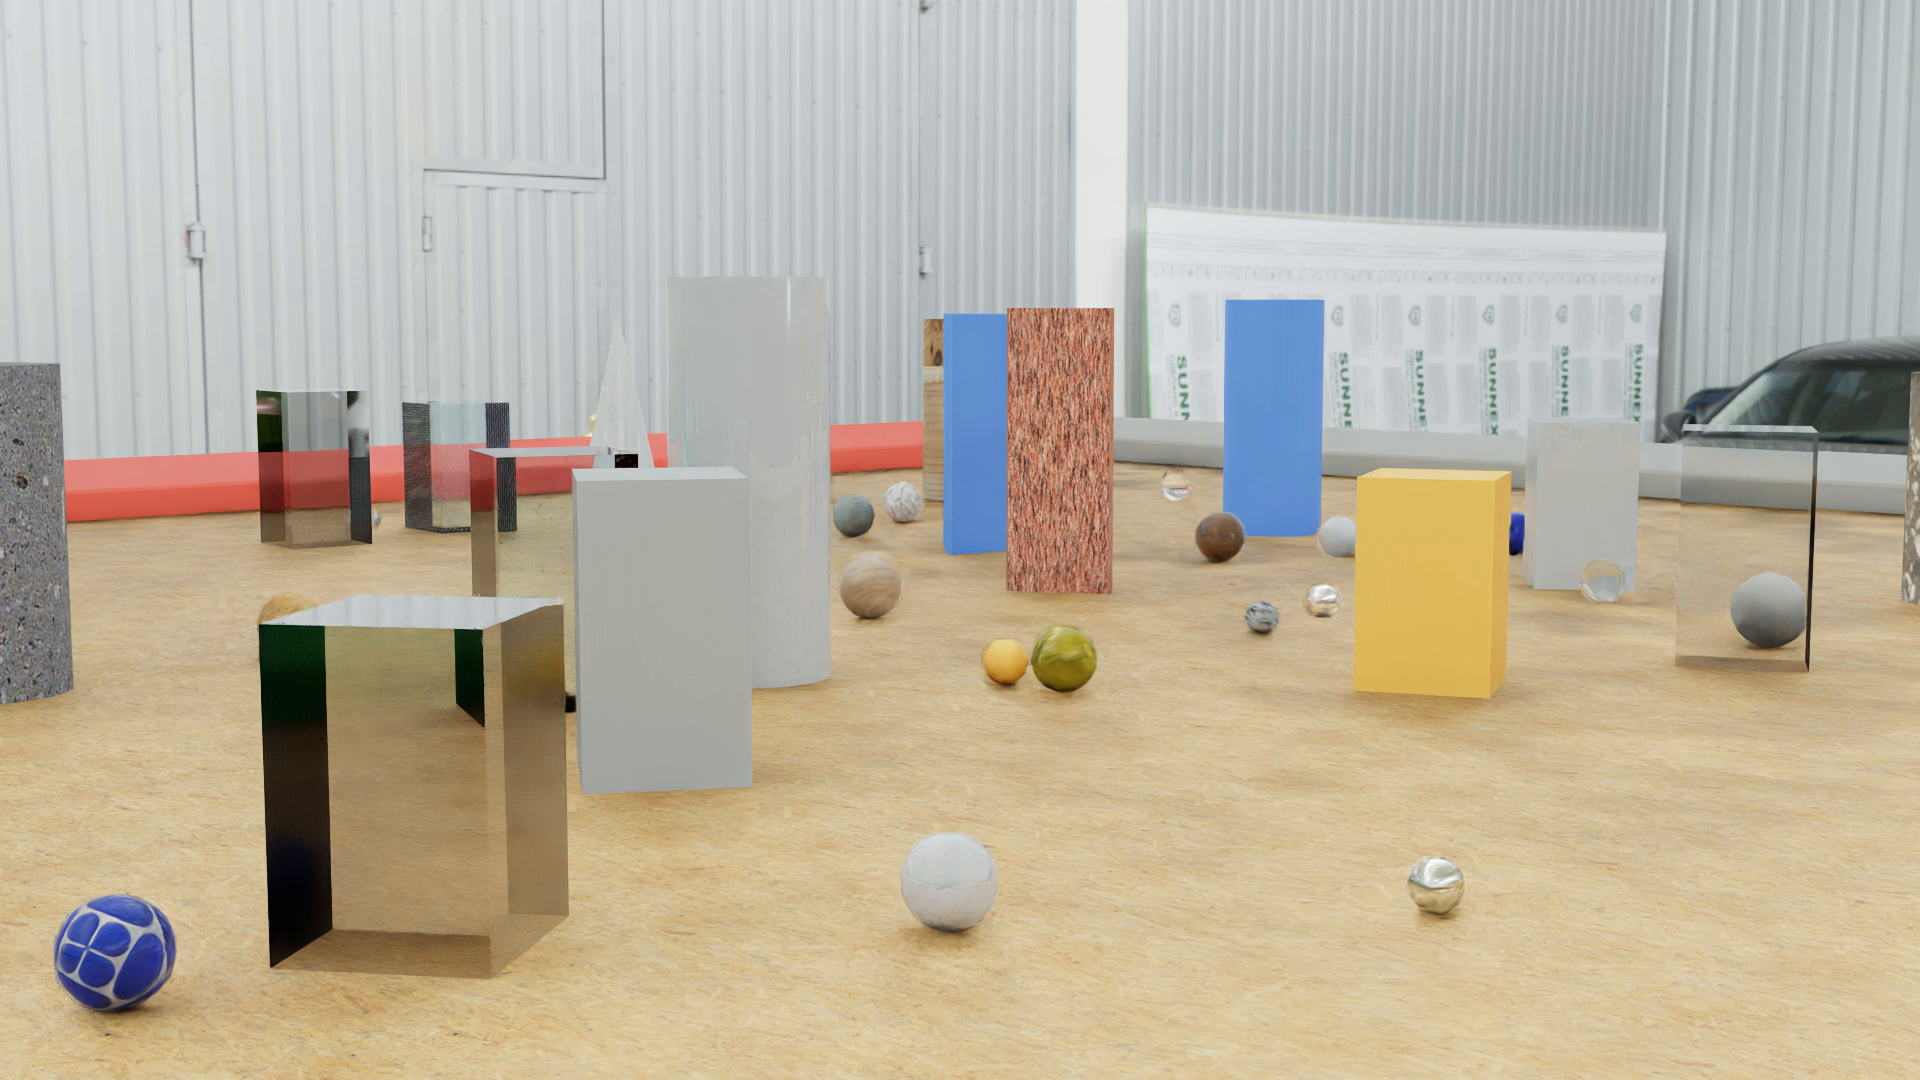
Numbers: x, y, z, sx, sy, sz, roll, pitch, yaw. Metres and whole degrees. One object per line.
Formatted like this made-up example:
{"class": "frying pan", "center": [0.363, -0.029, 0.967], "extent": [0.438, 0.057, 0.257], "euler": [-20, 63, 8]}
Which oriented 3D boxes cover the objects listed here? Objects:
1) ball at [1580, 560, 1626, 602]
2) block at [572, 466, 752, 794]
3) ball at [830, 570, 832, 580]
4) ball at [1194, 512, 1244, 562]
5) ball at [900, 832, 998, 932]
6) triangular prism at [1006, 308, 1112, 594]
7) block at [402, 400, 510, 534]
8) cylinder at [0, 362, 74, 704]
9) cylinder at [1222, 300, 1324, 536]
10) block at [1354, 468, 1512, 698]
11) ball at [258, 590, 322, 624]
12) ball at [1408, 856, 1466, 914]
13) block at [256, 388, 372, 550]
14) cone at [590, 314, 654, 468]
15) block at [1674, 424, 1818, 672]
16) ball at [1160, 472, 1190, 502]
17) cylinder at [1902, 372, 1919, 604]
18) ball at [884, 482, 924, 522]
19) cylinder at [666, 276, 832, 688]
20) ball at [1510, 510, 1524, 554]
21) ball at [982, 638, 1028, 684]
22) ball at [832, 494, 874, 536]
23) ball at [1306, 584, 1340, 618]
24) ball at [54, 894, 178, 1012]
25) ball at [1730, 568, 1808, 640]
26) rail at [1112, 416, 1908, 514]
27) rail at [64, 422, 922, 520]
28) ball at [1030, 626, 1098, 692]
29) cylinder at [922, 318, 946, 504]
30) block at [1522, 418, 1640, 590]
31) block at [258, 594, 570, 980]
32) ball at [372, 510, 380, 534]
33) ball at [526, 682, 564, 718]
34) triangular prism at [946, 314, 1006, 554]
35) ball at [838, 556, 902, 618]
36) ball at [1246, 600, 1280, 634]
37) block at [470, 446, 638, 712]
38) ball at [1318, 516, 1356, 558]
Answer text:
{"class": "ball", "center": [0.983, 0.063, 3.360], "extent": [0.065, 0.065, 0.065], "euler": [0, 6, 0]}
{"class": "block", "center": [-0.287, 0.081, 2.106], "extent": [0.157, 0.290, 0.157], "euler": [-1, 6, -11]}
{"class": "ball", "center": [-0.232, 0.055, 3.446], "extent": [0.062, 0.062, 0.062], "euler": [0, 6, 0]}
{"class": "ball", "center": [0.461, -0.005, 3.901], "extent": [0.087, 0.087, 0.087], "euler": [0, 6, 0]}
{"class": "ball", "center": [-0.008, 0.246, 1.581], "extent": [0.071, 0.071, 0.071], "euler": [0, 6, 0]}
{"class": "triangular prism", "center": [0.176, -0.147, 3.529], "extent": [0.170, 0.448, 0.147], "euler": [2, 6, 16]}
{"class": "block", "center": [-1.027, -0.152, 4.490], "extent": [0.157, 0.258, 0.157], "euler": [-5, 8, -41]}
{"class": "cylinder", "center": [-1.142, -0.012, 2.552], "extent": [0.196, 0.382, 0.196], "euler": [0, 6, 0]}
{"class": "cylinder", "center": [0.628, -0.248, 4.409], "extent": [0.196, 0.465, 0.196], "euler": [0, 6, 0]}
{"class": "block", "center": [0.563, 0.047, 2.616], "extent": [0.157, 0.251, 0.157], "euler": [2, 6, 20]}
{"class": "ball", "center": [-0.856, 0.108, 2.820], "extent": [0.086, 0.086, 0.086], "euler": [0, 6, 0]}
{"class": "ball", "center": [0.353, 0.256, 1.628], "extent": [0.042, 0.042, 0.042], "euler": [0, 6, 0]}
{"class": "block", "center": [-1.233, -0.139, 4.198], "extent": [0.157, 0.293, 0.157], "euler": [-5, 8, -38]}
{"class": "cone", "center": [-0.611, -0.188, 3.944], "extent": [0.196, 0.441, 0.196], "euler": [0, 6, 0]}
{"class": "block", "center": [0.995, 0.006, 2.790], "extent": [0.157, 0.296, 0.157], "euler": [2, 6, 18]}
{"class": "ball", "center": [0.503, -0.126, 5.140], "extent": [0.070, 0.070, 0.070], "euler": [0, 6, 0]}
{"class": "cylinder", "center": [1.546, -0.079, 3.346], "extent": [0.196, 0.349, 0.196], "euler": [0, 6, 0]}
{"class": "ball", "center": [-0.119, -0.080, 4.641], "extent": [0.083, 0.083, 0.083], "euler": [0, 6, 0]}
{"class": "cylinder", "center": [-0.255, -0.075, 2.667], "extent": [0.196, 0.483, 0.196], "euler": [0, 6, 0]}
{"class": "ball", "center": [1.009, -0.013, 4.010], "extent": [0.081, 0.081, 0.081], "euler": [0, 6, 0]}
{"class": "ball", "center": [0.054, 0.145, 2.625], "extent": [0.054, 0.054, 0.054], "euler": [0, 6, 0]}
{"class": "ball", "center": [-0.210, -0.048, 4.330], "extent": [0.083, 0.083, 0.083], "euler": [0, 6, 0]}
{"class": "ball", "center": [0.526, 0.089, 3.187], "extent": [0.050, 0.050, 0.050], "euler": [0, 6, 0]}
{"class": "ball", "center": [-0.538, 0.263, 1.403], "extent": [0.074, 0.074, 0.074], "euler": [0, 6, 0]}
{"class": "ball", "center": [1.091, 0.087, 2.968], "extent": [0.098, 0.098, 0.098], "euler": [0, 6, 0]}
{"class": "rail", "center": [1.835, -0.143, 5.016], "extent": [0.045, 0.128, 4.497], "euler": [-5, 8, -42]}
{"class": "rail", "center": [-1.509, -0.137, 4.958], "extent": [5.040, 0.128, 0.045], "euler": [-5, 8, -42]}
{"class": "ball", "center": [0.122, 0.139, 2.570], "extent": [0.078, 0.078, 0.078], "euler": [0, 6, 0]}
{"class": "cylinder", "center": [0.010, -0.305, 5.153], "extent": [0.196, 0.424, 0.196], "euler": [0, 6, 0]}
{"class": "block", "center": [1.008, -0.061, 3.574], "extent": [0.157, 0.267, 0.157], "euler": [1, 6, 8]}
{"class": "block", "center": [-0.378, 0.167, 1.544], "extent": [0.157, 0.236, 0.157], "euler": [1, 6, 9]}
{"class": "ball", "center": [-1.175, -0.035, 4.354], "extent": [0.053, 0.053, 0.053], "euler": [0, 6, 0]}
{"class": "ball", "center": [-0.454, 0.175, 2.408], "extent": [0.040, 0.040, 0.040], "euler": [0, 6, 0]}
{"class": "triangular prism", "center": [0.012, -0.202, 4.100], "extent": [0.170, 0.438, 0.147], "euler": [-4, 7, -33]}
{"class": "ball", "center": [-0.130, 0.068, 3.182], "extent": [0.091, 0.091, 0.091], "euler": [0, 6, 0]}
{"class": "ball", "center": [0.417, 0.107, 3.033], "extent": [0.046, 0.046, 0.046], "euler": [0, 6, 0]}
{"class": "block", "center": [-0.461, 0.042, 2.499], "extent": [0.157, 0.286, 0.157], "euler": [-3, 6, -23]}
{"class": "ball", "center": [0.685, -0.005, 3.972], "extent": [0.074, 0.074, 0.074], "euler": [0, 6, 0]}
